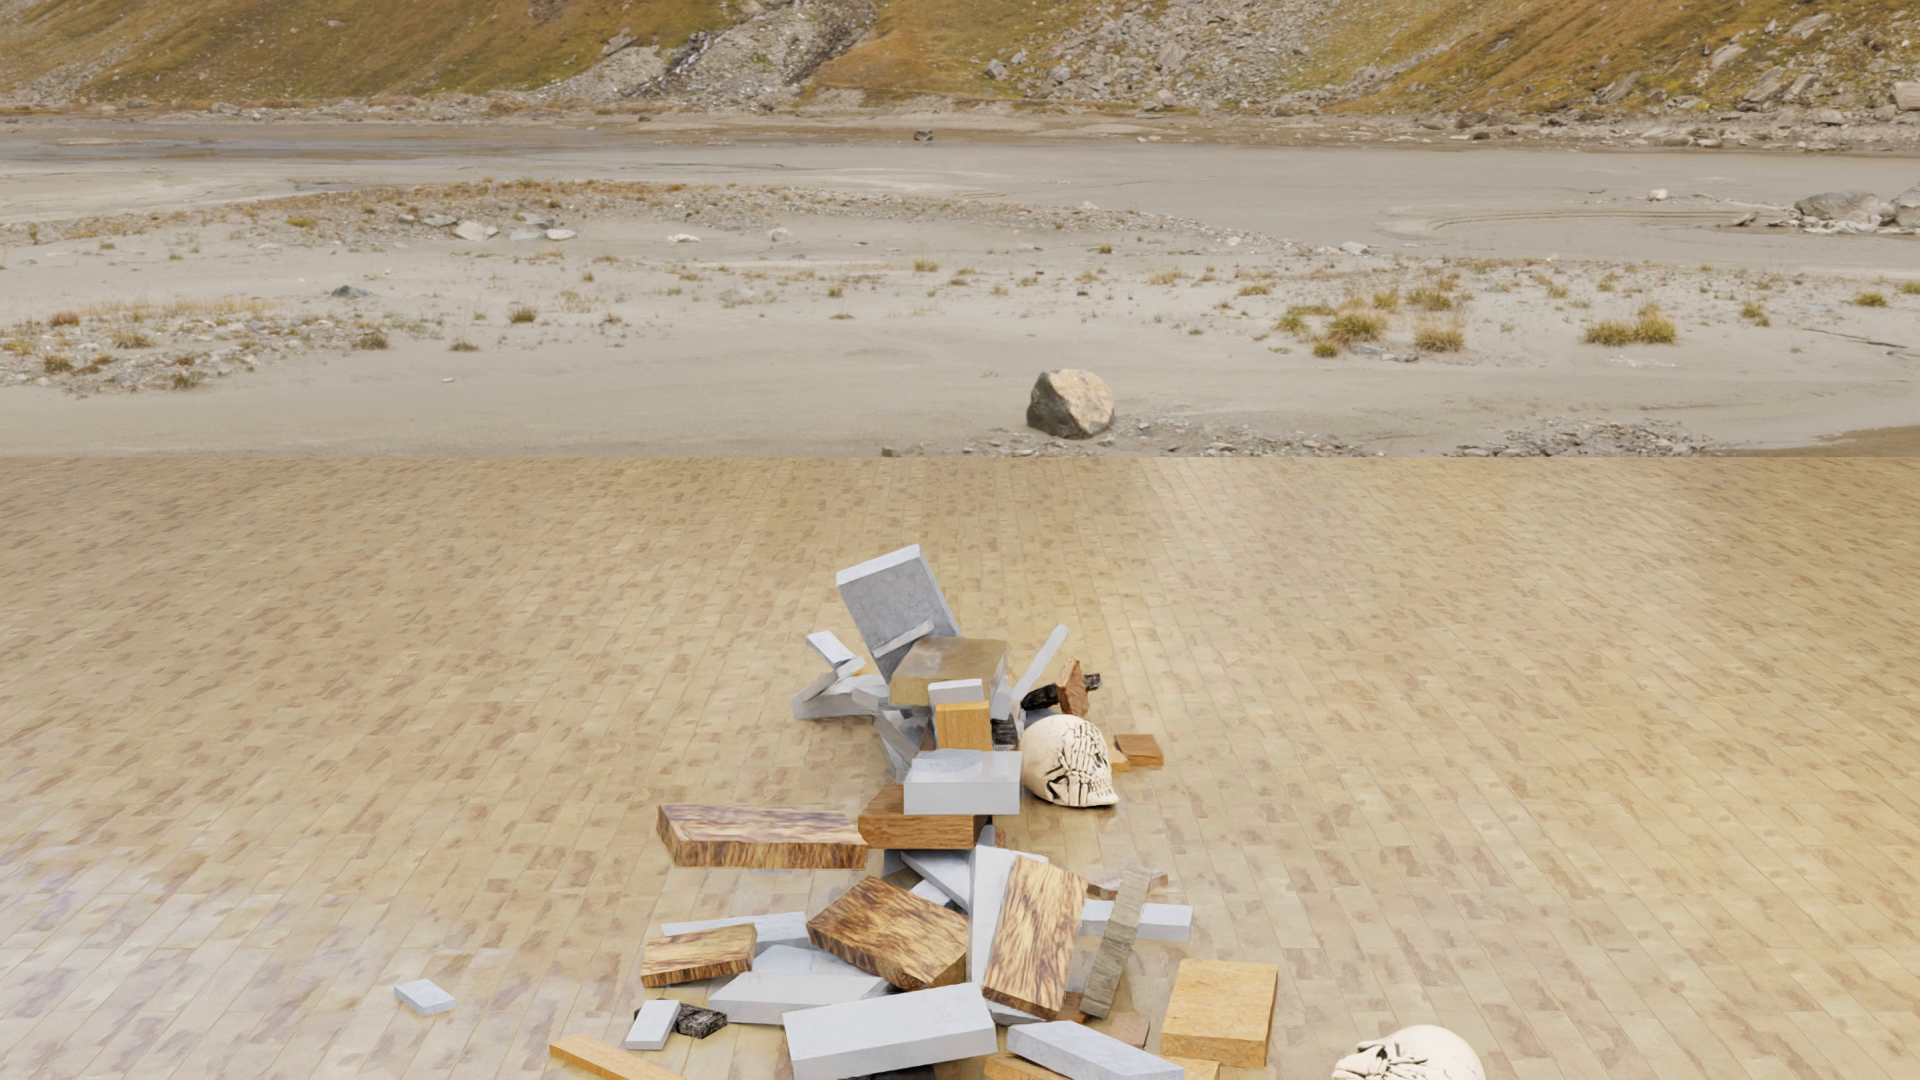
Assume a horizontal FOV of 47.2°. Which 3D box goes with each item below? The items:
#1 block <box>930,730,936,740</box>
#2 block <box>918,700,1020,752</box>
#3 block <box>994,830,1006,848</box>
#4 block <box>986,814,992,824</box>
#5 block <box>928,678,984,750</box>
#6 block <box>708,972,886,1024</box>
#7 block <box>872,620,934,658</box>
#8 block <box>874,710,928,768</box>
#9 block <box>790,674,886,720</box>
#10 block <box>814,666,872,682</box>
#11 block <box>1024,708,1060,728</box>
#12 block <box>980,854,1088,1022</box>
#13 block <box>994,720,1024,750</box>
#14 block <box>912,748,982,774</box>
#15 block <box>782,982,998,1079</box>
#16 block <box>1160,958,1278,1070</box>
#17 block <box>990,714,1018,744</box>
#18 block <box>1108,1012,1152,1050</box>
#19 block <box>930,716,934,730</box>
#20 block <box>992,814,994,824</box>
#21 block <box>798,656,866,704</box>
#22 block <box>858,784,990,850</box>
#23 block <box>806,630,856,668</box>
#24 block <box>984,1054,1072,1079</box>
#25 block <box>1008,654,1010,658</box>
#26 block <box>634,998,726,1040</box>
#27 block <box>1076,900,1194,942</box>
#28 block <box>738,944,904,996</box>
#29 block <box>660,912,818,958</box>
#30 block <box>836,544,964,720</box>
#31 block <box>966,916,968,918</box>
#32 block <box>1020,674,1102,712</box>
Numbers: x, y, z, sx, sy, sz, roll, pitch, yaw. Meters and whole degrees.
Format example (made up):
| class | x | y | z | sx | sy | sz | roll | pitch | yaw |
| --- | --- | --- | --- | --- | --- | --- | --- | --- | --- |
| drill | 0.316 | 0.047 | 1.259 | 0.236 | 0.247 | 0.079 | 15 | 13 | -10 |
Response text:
| class | x | y | z | sx | sy | sz | roll | pitch | yaw |
| --- | --- | --- | --- | --- | --- | --- | --- | --- | --- |
| block | -0.003 | 0.361 | 4.065 | 0.084 | 0.024 | 0.167 | 2 | 3 | -9 |
| block | 0.020 | 0.386 | 4.236 | 0.174 | 0.049 | 0.347 | 4 | 16 | 4 |
| block | 0.020 | 0.541 | 3.657 | 0.092 | 0.026 | 0.184 | 2 | 24 | 7 |
| block | 0.006 | 0.473 | 3.806 | 0.098 | 0.028 | 0.196 | 0 | 4 | 0 |
| block | 0.002 | 0.330 | 3.798 | 0.091 | 0.182 | 0.026 | -6 | 22 | 5 |
| block | -0.234 | 0.657 | 3.150 | 0.227 | 0.032 | 0.113 | -2 | 9 | 23 |
| block | -0.110 | 0.194 | 4.293 | 0.121 | 0.017 | 0.060 | -28 | 1 | 9 |
| block | -0.046 | 0.395 | 4.425 | 0.174 | 0.049 | 0.347 | -2 | 12 | -16 |
| block | -0.172 | 0.333 | 4.775 | 0.347 | 0.049 | 0.174 | -6 | 8 | 20 |
| block | -0.267 | 0.312 | 5.008 | 0.118 | 0.017 | 0.059 | -16 | -2 | 24 |
| block | 0.149 | 0.385 | 4.729 | 0.119 | 0.017 | 0.059 | -7 | 13 | -35 |
| block | 0.107 | 0.567 | 3.146 | 0.112 | 0.032 | 0.223 | 20 | 50 | -4 |
| block | 0.072 | 0.373 | 4.166 | 0.068 | 0.019 | 0.137 | 6 | 17 | 13 |
| block | -0.020 | 0.357 | 3.562 | 0.071 | 0.020 | 0.142 | 0 | 2 | 18 |
| block | -0.096 | 0.662 | 2.956 | 0.271 | 0.038 | 0.135 | -8 | 16 | -8 |
| block | 0.372 | 0.670 | 3.129 | 0.142 | 0.040 | 0.283 | 2 | 11 | 11 |
| block | 0.075 | 0.356 | 4.158 | 0.059 | 0.017 | 0.118 | 1 | 16 | -4 |
| block | 0.236 | 0.691 | 3.082 | 0.052 | 0.015 | 0.103 | 2 | 11 | 11 |
| block | -0.001 | 0.331 | 3.962 | 0.084 | 0.024 | 0.167 | 2 | -5 | 7 |
| block | 0.010 | 0.494 | 3.909 | 0.098 | 0.028 | 0.196 | 0 | 32 | 1 |
| block | -0.272 | 0.296 | 4.663 | 0.080 | 0.023 | 0.159 | -27 | -6 | -41 |
| block | -0.053 | 0.444 | 3.545 | 0.177 | 0.050 | 0.355 | 0 | 1 | 5 |
| block | -0.294 | 0.247 | 4.983 | 0.059 | 0.017 | 0.118 | -15 | 38 | -34 |
| block | 0.115 | 0.707 | 2.890 | 0.083 | 0.023 | 0.166 | 5 | 0 | -37 |
| block | 0.064 | 0.285 | 4.634 | 0.015 | 0.106 | 0.053 | 29 | 9 | 33 |
| block | -0.399 | 0.681 | 3.132 | 0.120 | 0.017 | 0.060 | 6 | 12 | 30 |
| block | 0.277 | 0.606 | 3.509 | 0.184 | 0.026 | 0.092 | 2 | 11 | 10 |
| block | -0.200 | 0.650 | 3.260 | 0.227 | 0.032 | 0.113 | 4 | 11 | 22 |
| block | -0.344 | 0.621 | 3.414 | 0.227 | 0.032 | 0.113 | -3 | 11 | -15 |
| block | -0.097 | 0.185 | 4.375 | 0.174 | 0.348 | 0.049 | -20 | 30 | 9 |
| block | 0.075 | 0.599 | 3.309 | 0.130 | 0.018 | 0.065 | 20 | 24 | -25 |
| block | 0.205 | 0.331 | 4.747 | 0.098 | 0.028 | 0.196 | -5 | -14 | -39 |
